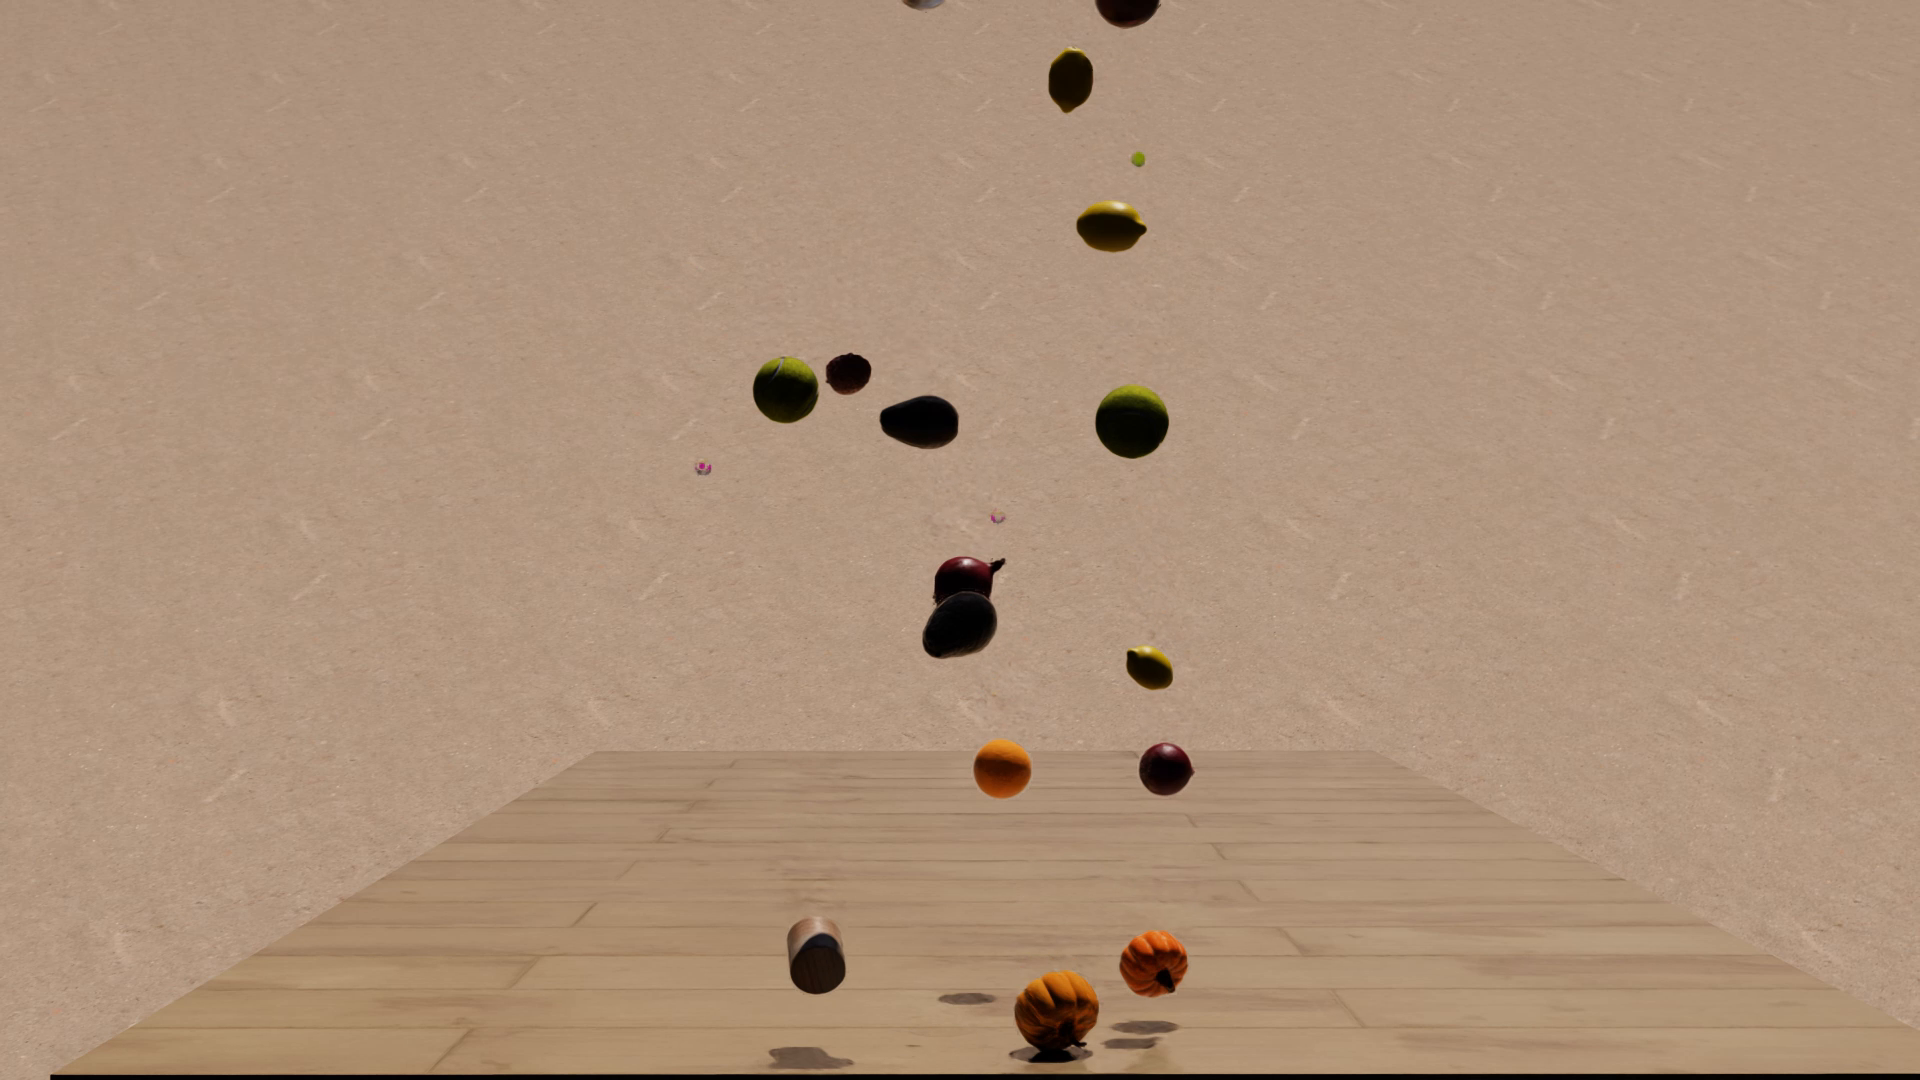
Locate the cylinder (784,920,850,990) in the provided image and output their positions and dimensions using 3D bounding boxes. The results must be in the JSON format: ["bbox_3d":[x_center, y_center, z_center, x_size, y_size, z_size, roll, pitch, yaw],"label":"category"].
[{"bbox_3d":[-0.155,0.446,2.783,0.059,0.059,0.059,-9,10,-15],"label":"cylinder"}]

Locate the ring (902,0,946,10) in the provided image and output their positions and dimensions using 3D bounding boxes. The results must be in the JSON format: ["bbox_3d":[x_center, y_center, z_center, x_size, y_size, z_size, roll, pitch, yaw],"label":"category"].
[{"bbox_3d":[-0.033,-0.608,2.694,0.038,0.113,0.113,24,37,32],"label":"ring"}]

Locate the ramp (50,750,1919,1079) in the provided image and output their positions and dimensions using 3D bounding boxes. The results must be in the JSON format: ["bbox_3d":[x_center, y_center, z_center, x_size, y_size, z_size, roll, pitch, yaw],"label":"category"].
[{"bbox_3d":[0.067,0.595,4.650,2.000,0.100,4.000,0,0,0],"label":"ramp"}]
